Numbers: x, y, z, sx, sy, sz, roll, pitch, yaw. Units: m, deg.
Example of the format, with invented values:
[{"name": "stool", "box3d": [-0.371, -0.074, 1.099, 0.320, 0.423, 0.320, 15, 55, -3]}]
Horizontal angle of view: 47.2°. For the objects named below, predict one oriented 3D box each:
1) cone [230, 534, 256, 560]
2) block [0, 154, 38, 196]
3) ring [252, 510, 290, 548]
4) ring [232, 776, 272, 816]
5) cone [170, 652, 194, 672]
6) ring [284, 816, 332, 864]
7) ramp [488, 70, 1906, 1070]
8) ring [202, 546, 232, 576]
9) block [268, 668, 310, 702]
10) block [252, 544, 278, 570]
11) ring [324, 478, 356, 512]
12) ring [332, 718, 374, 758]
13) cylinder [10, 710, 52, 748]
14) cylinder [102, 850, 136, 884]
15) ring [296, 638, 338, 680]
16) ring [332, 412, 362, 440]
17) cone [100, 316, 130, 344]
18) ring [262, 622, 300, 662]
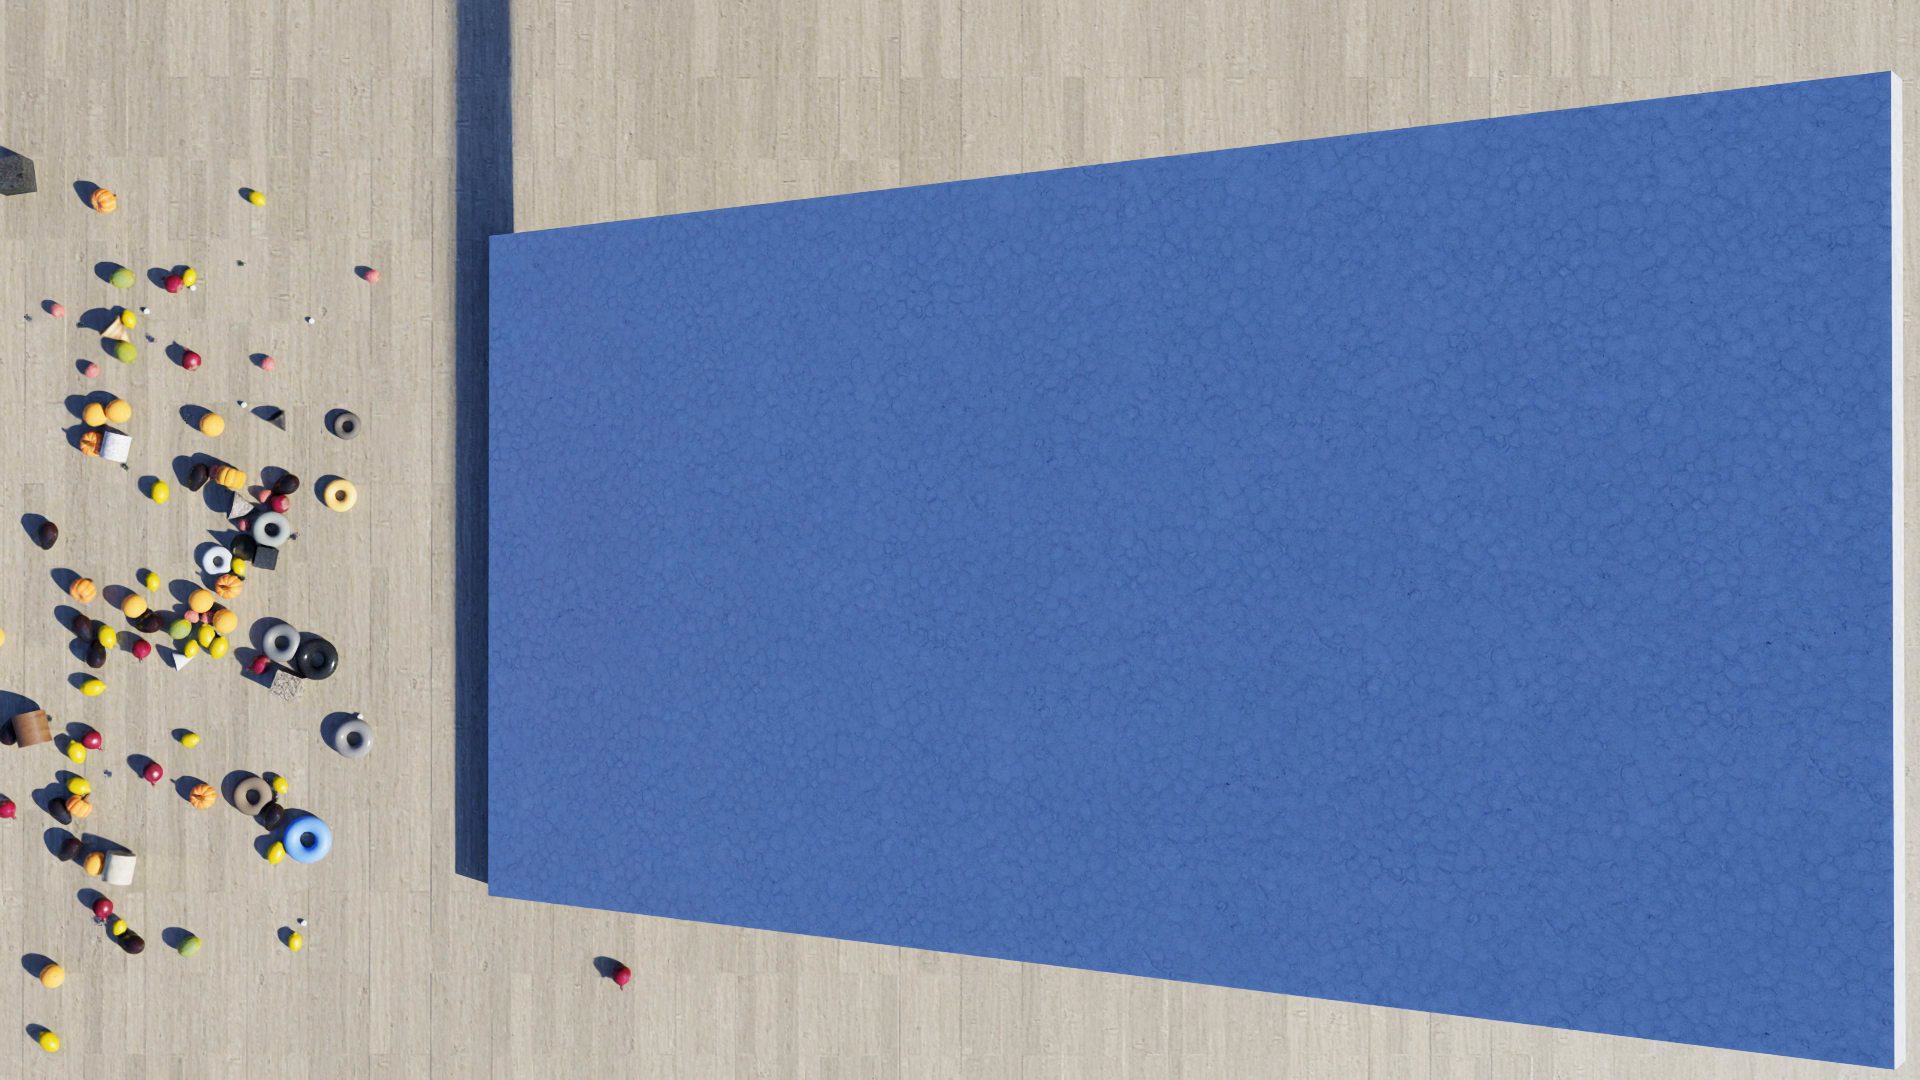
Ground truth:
[{"name": "cone", "box3d": [-2.198, 0.022, 6.708, 0.083, 0.083, 0.083, 0, 90, 0]}, {"name": "block", "box3d": [-2.889, -1.112, 6.710, 0.097, 0.097, 0.097, -8, 90, 0]}, {"name": "ring", "box3d": [-2.105, -0.033, 6.719, 0.115, 0.038, 0.115, -1, 92, -19]}, {"name": "ring", "box3d": [-2.165, 0.782, 6.724, 0.121, 0.040, 0.121, 0, 89, 1]}, {"name": "cone", "box3d": [-2.375, 0.365, 6.733, 0.062, 0.062, 0.062, -17, 90, -27]}, {"name": "ring", "box3d": [-1.993, 0.915, 6.719, 0.145, 0.048, 0.145, 0, 90, -1]}, {"name": "ramp", "box3d": [0.248, 0.068, 5.575, 4.000, 0.100, 2.000, 0, 89, 35]}, {"name": "ring", "box3d": [-2.273, 0.065, 6.734, 0.094, 0.031, 0.094, 0, 91, 0]}, {"name": "block", "box3d": [-2.046, 0.444, 6.707, 0.079, 0.079, 0.079, 21, 90, 0]}, {"name": "block", "box3d": [-2.120, 0.054, 6.707, 0.063, 0.063, 0.063, 12, 90, -24]}, {"name": "ring", "box3d": [-1.898, -0.137, 6.735, 0.101, 0.034, 0.101, 0, 91, 0]}, {"name": "ring", "box3d": [-1.855, 0.607, 6.724, 0.126, 0.042, 0.126, 0, 91, 0]}, {"name": "cylinder", "box3d": [-2.827, 0.575, 6.696, 0.099, 0.099, 0.099, -14, 90, 0]}, {"name": "cylinder", "box3d": [-2.561, 0.998, 6.699, 0.086, 0.086, 0.086, 11, 90, 0]}, {"name": "ring", "box3d": [-1.966, 0.365, 6.726, 0.131, 0.044, 0.131, 0, 90, 1]}, {"name": "ring", "box3d": [-1.879, -0.350, 6.738, 0.087, 0.029, 0.087, 0, 89, -1]}, {"name": "cone", "box3d": [-2.573, -0.630, 6.736, 0.085, 0.085, 0.085, -44, 116, 0]}, {"name": "ring", "box3d": [-2.078, 0.313, 6.727, 0.122, 0.041, 0.122, 0, 88, 0]}]
